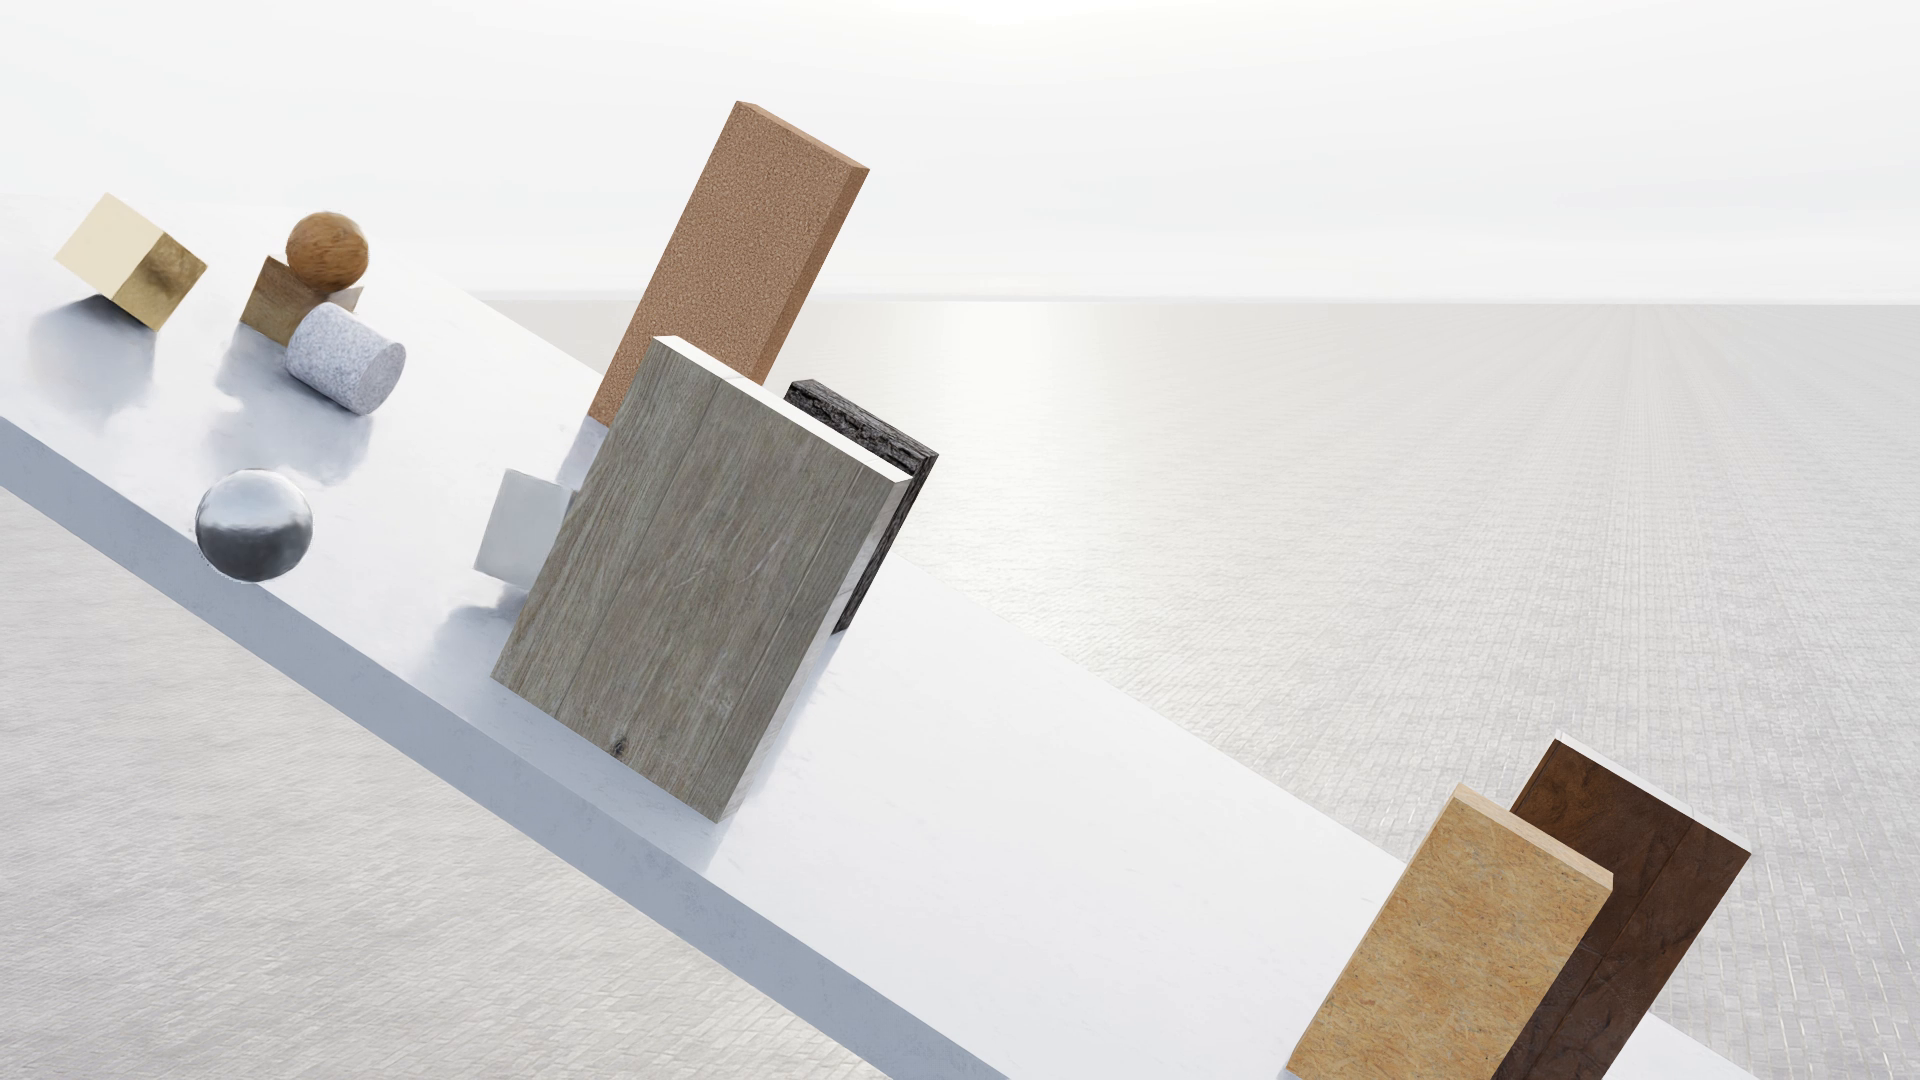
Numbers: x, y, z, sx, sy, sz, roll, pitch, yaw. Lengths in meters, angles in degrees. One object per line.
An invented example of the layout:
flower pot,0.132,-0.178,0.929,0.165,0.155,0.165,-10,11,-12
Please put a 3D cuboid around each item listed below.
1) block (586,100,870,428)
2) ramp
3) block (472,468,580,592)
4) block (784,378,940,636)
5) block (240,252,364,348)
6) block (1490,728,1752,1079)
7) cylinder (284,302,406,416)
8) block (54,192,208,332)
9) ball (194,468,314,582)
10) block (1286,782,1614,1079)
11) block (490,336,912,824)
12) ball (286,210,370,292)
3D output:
block,-0.518,-0.547,4.876,0.306,0.782,0.110,31,14,11
ramp,-0.208,0.345,4.140,4.000,0.100,2.000,31,14,11
block,-0.669,0.003,3.697,0.180,0.180,0.180,17,-2,40
block,-0.279,-0.067,4.407,0.306,0.409,0.115,31,14,11
block,-1.322,-0.476,4.422,0.149,0.149,0.149,29,14,4
block,1.039,0.687,3.821,0.368,0.612,0.083,31,14,11
cylinder,-1.177,-0.347,4.217,0.160,0.160,0.160,30,13,8
block,-1.525,-0.512,4.051,0.156,0.156,0.156,33,-8,19
ball,-1.055,-0.022,3.289,0.170,0.170,0.170,0,7,0
block,0.774,0.687,3.495,0.274,0.529,0.105,31,14,11
block,-0.401,0.060,3.342,0.432,0.602,0.081,31,14,11
ball,-1.231,-0.561,4.283,0.158,0.158,0.158,0,7,0
